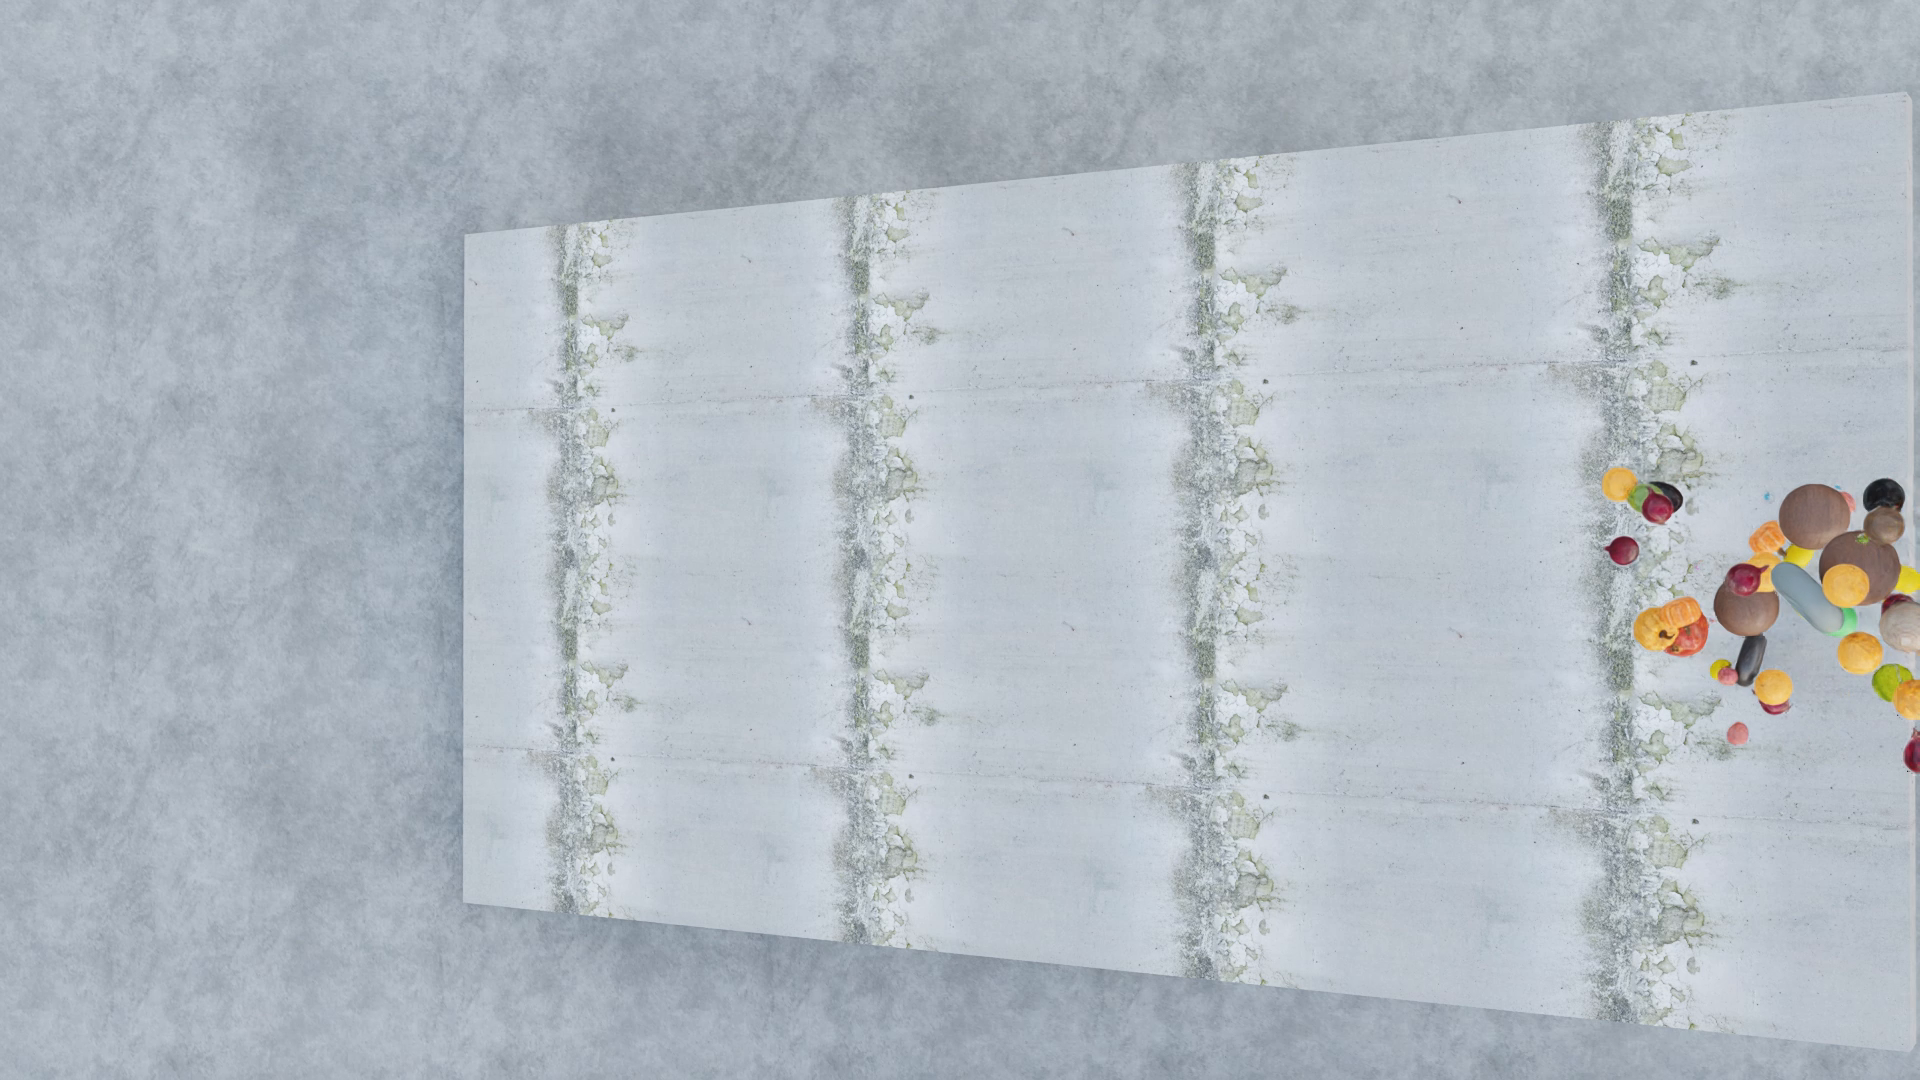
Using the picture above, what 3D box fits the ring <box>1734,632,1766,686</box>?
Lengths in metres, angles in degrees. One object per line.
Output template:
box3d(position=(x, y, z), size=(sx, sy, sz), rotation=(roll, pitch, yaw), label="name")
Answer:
box3d(position=(1.673, 0.252, 4.655), size=(0.041, 0.122, 0.122), rotation=(18, 89, 25), label="ring")

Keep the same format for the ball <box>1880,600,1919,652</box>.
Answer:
box3d(position=(1.520, 0.139, 3.528), size=(0.083, 0.083, 0.083), rotation=(0, 89, 0), label="ball")

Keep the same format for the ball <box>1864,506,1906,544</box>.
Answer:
box3d(position=(1.393, -0.022, 3.314), size=(0.058, 0.058, 0.058), rotation=(0, 89, 0), label="ball")

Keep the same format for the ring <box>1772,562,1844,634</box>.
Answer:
box3d(position=(1.445, 0.098, 3.750), size=(0.050, 0.149, 0.149), rotation=(-44, 90, 10), label="ring")

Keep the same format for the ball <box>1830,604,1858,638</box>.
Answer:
box3d(position=(1.645, 0.150, 4.114), size=(0.063, 0.063, 0.063), rotation=(0, 89, 0), label="ball")

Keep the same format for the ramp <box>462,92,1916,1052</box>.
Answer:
box3d(position=(0.269, 0.074, 5.625), size=(4.000, 0.100, 2.000), rotation=(0, 89, 30), label="ramp")
